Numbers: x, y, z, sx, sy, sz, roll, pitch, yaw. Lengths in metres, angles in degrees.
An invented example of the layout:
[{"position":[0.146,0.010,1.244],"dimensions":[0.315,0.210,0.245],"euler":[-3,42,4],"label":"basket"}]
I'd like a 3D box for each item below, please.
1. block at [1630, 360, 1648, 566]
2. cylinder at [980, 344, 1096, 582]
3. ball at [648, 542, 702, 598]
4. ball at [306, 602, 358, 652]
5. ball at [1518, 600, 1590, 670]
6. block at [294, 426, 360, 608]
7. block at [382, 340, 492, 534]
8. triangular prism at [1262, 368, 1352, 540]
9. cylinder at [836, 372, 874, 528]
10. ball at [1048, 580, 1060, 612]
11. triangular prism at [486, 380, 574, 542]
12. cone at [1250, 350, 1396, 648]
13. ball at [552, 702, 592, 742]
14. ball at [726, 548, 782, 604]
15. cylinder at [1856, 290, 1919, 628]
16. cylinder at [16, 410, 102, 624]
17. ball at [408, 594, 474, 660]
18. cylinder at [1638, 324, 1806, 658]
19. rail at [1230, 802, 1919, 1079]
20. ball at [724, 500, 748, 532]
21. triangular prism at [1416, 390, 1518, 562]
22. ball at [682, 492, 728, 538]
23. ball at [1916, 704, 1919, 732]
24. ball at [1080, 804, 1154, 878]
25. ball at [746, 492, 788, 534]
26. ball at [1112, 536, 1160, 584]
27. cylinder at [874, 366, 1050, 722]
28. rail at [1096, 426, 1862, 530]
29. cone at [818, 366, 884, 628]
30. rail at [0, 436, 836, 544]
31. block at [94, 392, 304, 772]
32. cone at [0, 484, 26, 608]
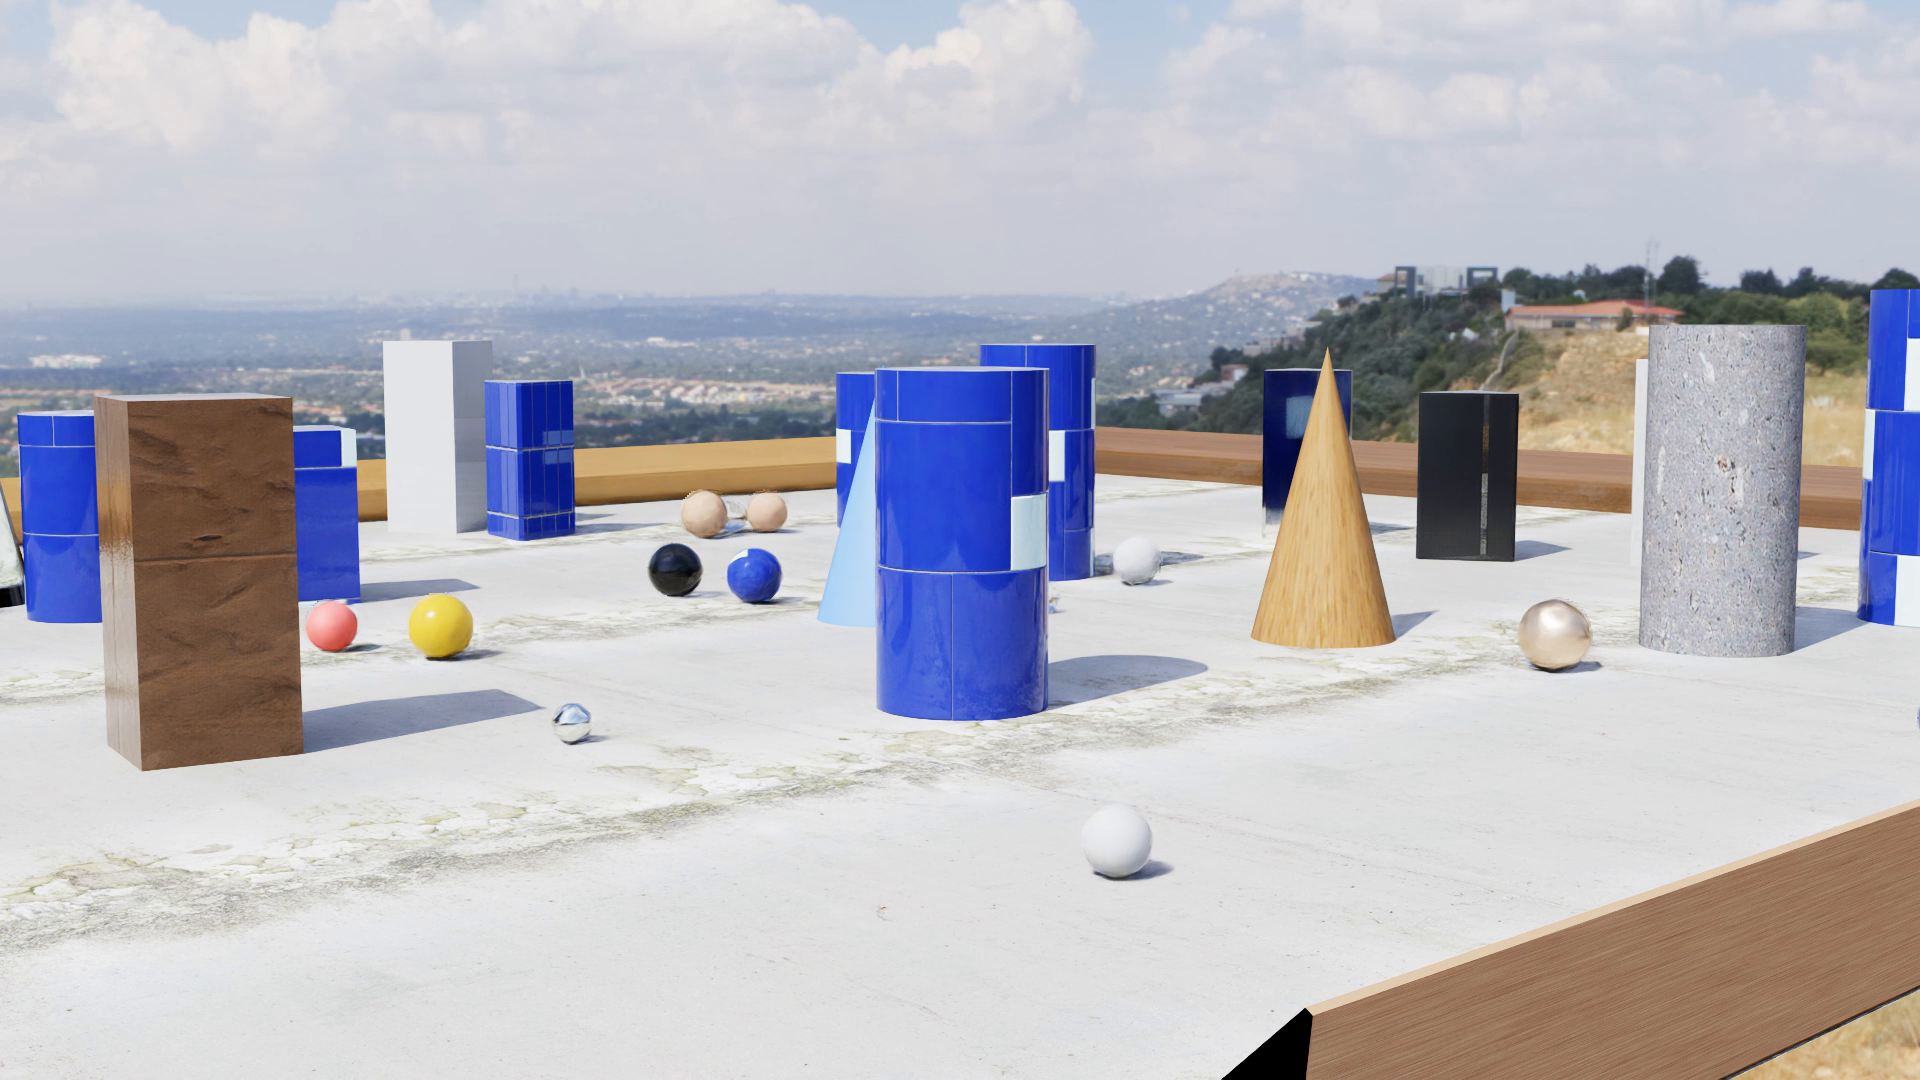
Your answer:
[{"position":[1.277,-0.131,3.795],"dimensions":[0.156,0.359,0.156],"euler":[-3,6,-23],"label":"block"},{"position":[0.129,-0.134,3.686],"dimensions":[0.195,0.387,0.195],"euler":[0,6,0],"label":"cylinder"},{"position":[-0.442,0.047,3.410],"dimensions":[0.085,0.085,0.085],"euler":[0,6,0],"label":"ball"},{"position":[-0.820,0.113,2.871],"dimensions":[0.066,0.066,0.066],"euler":[0,6,0],"label":"ball"},{"position":[0.735,0.118,2.721],"dimensions":[0.088,0.088,0.088],"euler":[0,6,0],"label":"ball"},{"position":[-1.016,-0.038,3.356],"dimensions":[0.156,0.264,0.156],"euler":[-3,7,-29],"label":"block"},{"position":[-1.054,-0.212,4.461],"dimensions":[0.156,0.382,0.156],"euler":[2,6,18],"label":"block"},{"position":[0.673,-0.172,4.330],"dimensions":[0.169,0.328,0.146],"euler":[0,6,0],"label":"triangular prism"},{"position":[-0.157,-0.185,4.518],"dimensions":[0.195,0.316,0.195],"euler":[0,6,0],"label":"cylinder"},{"position":[0.122,0.083,3.236],"dimensions":[0.049,0.049,0.049],"euler":[0,6,0],"label":"ball"},{"position":[-0.830,-0.161,4.333],"dimensions":[0.146,0.306,0.169],"euler":[-4,7,-33],"label":"triangular prism"},{"position":[0.494,-0.064,2.976],"dimensions":[0.195,0.395,0.195],"euler":[0,6,0],"label":"cone"},{"position":[-0.400,0.188,2.268],"dimensions":[0.041,0.041,0.041],"euler":[0,6,0],"label":"ball"},{"position":[-0.312,0.054,3.341],"dimensions":[0.085,0.085,0.085],"euler":[0,6,0],"label":"ball"},{"position":[1.395,-0.120,3.140],"dimensions":[0.195,0.473,0.195],"euler":[0,6,0],"label":"cylinder"},{"position":[-1.264,-0.038,3.210],"dimensions":[0.195,0.295,0.195],"euler":[0,6,0],"label":"cylinder"},{"position":[-0.663,0.111,2.810],"dimensions":[0.082,0.082,0.082],"euler":[0,6,0],"label":"ball"},{"position":[1.002,-0.070,2.896],"dimensions":[0.195,0.424,0.195],"euler":[0,6,0],"label":"cylinder"},{"position":[1.223,0.171,2.014],"dimensions":[4.167,0.127,0.045],"euler":[-5,8,-42],"label":"rail"},{"position":[-0.458,-0.047,4.403],"dimensions":[0.065,0.065,0.065],"euler":[0,6,0],"label":"ball"},{"position":[0.919,-0.119,3.970],"dimensions":[0.169,0.298,0.146],"euler":[2,6,16],"label":"triangular prism"},{"position":[-0.499,-0.049,4.302],"dimensions":[0.091,0.091,0.091],"euler":[0,6,0],"label":"ball"},{"position":[0.992,0.178,2.182],"dimensions":[0.079,0.079,0.079],"euler":[0,6,0],"label":"ball"},{"position":[0.123,0.237,1.730],"dimensions":[0.057,0.057,0.057],"euler":[0,6,0],"label":"ball"},{"position":[-0.386,-0.054,4.391],"dimensions":[0.082,0.082,0.082],"euler":[0,6,0],"label":"ball"},{"position":[0.287,0.034,3.572],"dimensions":[0.077,0.077,0.077],"euler":[0,6,0],"label":"ball"},{"position":[0.002,-0.002,2.464],"dimensions":[0.195,0.379,0.195],"euler":[0,6,0],"label":"cylinder"},{"position":[1.514,-0.113,4.721],"dimensions":[0.045,0.127,3.655],"euler":[-5,8,-42],"label":"rail"},{"position":[-0.110,-0.069,3.167],"dimensions":[0.195,0.366,0.195],"euler":[0,6,0],"label":"cone"},{"position":[-1.223,-0.105,4.650],"dimensions":[4.167,0.127,0.045],"euler":[-5,8,-42],"label":"rail"},{"position":[-0.768,0.035,2.215],"dimensions":[0.156,0.358,0.156],"euler":[-4,7,-32],"label":"block"},{"position":[-1.514,-0.120,3.325],"dimensions":[0.195,0.434,0.195],"euler":[0,6,0],"label":"cone"}]
